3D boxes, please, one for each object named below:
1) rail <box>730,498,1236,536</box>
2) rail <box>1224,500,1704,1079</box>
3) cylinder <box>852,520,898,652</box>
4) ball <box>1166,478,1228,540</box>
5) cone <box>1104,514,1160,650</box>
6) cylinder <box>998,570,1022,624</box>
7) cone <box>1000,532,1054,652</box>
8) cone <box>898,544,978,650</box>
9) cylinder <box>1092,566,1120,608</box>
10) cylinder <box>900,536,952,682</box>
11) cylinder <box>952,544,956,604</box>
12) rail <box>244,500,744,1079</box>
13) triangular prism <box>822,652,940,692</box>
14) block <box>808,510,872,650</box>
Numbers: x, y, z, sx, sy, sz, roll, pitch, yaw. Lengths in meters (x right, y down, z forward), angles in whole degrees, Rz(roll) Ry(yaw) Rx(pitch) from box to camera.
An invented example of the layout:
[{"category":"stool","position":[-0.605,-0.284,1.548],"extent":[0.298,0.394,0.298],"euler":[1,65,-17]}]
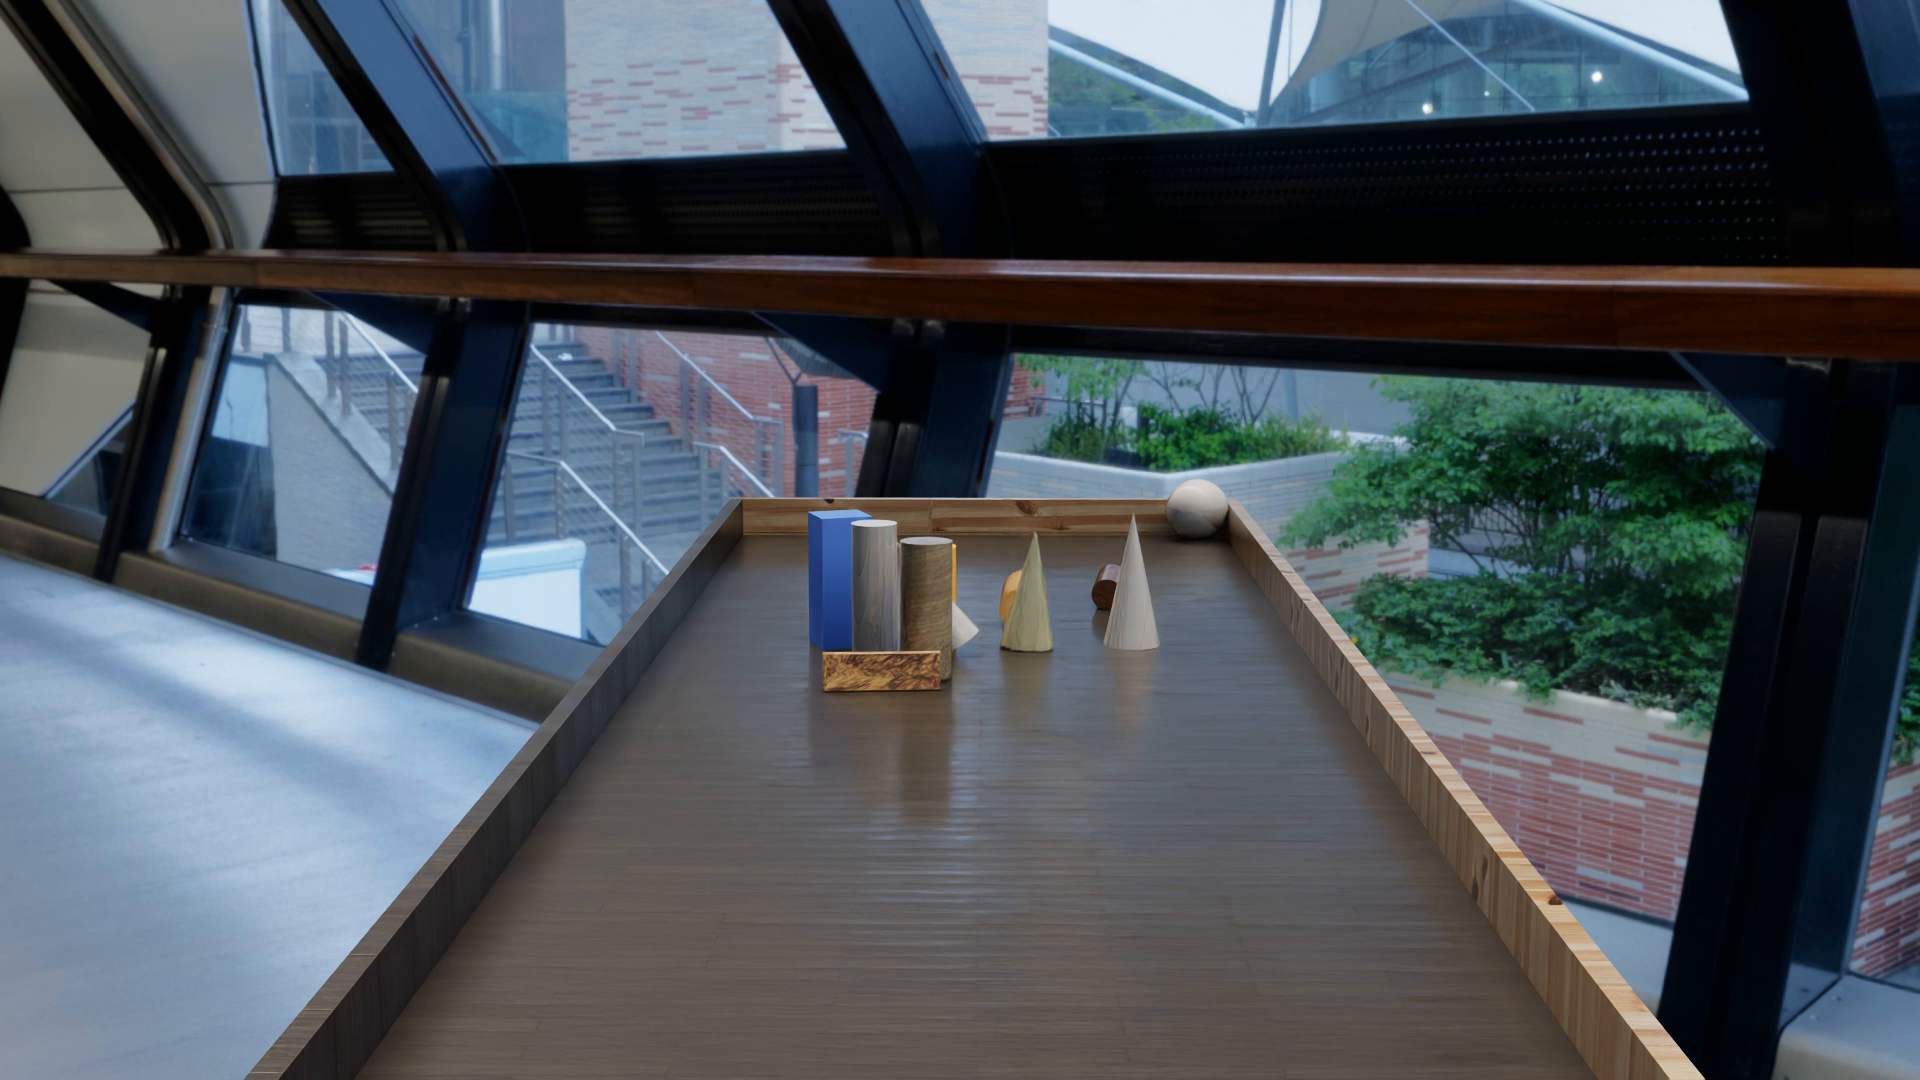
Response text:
[{"category":"rail","position":[0.099,-0.098,9.147],"extent":[2.100,0.150,0.050],"euler":[0,9,1]},{"category":"rail","position":[1.046,0.843,3.208],"extent":[0.050,0.150,12.000],"euler":[0,9,1]},{"category":"cylinder","position":[-0.258,0.159,6.651],"extent":[0.139,0.425,0.139],"euler":[0,9,0]},{"category":"ball","position":[0.970,-0.123,8.978],"extent":[0.253,0.253,0.253],"euler":[0,9,0]},{"category":"cone","position":[0.542,0.119,6.903],"extent":[0.179,0.423,0.179],"euler":[0,9,0]},{"category":"cylinder","position":[0.206,0.200,7.290],"extent":[0.143,0.143,0.345],"euler":[0,9,3]},{"category":"cone","position":[0.222,0.146,6.859],"extent":[0.171,0.373,0.171],"euler":[4,11,-1]},{"category":"cone","position":[-0.102,0.158,6.748],"extent":[0.155,0.368,0.155],"euler":[-30,10,6]},{"category":"cylinder","position":[0.520,0.162,7.653],"extent":[0.105,0.105,0.317],"euler":[1,7,8]},{"category":"cylinder","position":[-0.099,0.203,6.424],"extent":[0.152,0.407,0.152],"euler":[0,9,0]},{"category":"cylinder","position":[-0.095,0.169,6.970],"extent":[0.165,0.304,0.165],"euler":[0,9,0]},{"category":"rail","position":[-1.004,0.839,3.234],"extent":[0.050,0.150,12.000],"euler":[0,9,1]},{"category":"triangular prism","position":[-0.225,0.352,6.284],"extent":[0.333,0.104,0.120],"euler":[0,51,-3]},{"category":"block","position":[-0.376,0.123,6.917],"extent":[0.162,0.413,0.162],"euler":[-3,10,-19]}]
